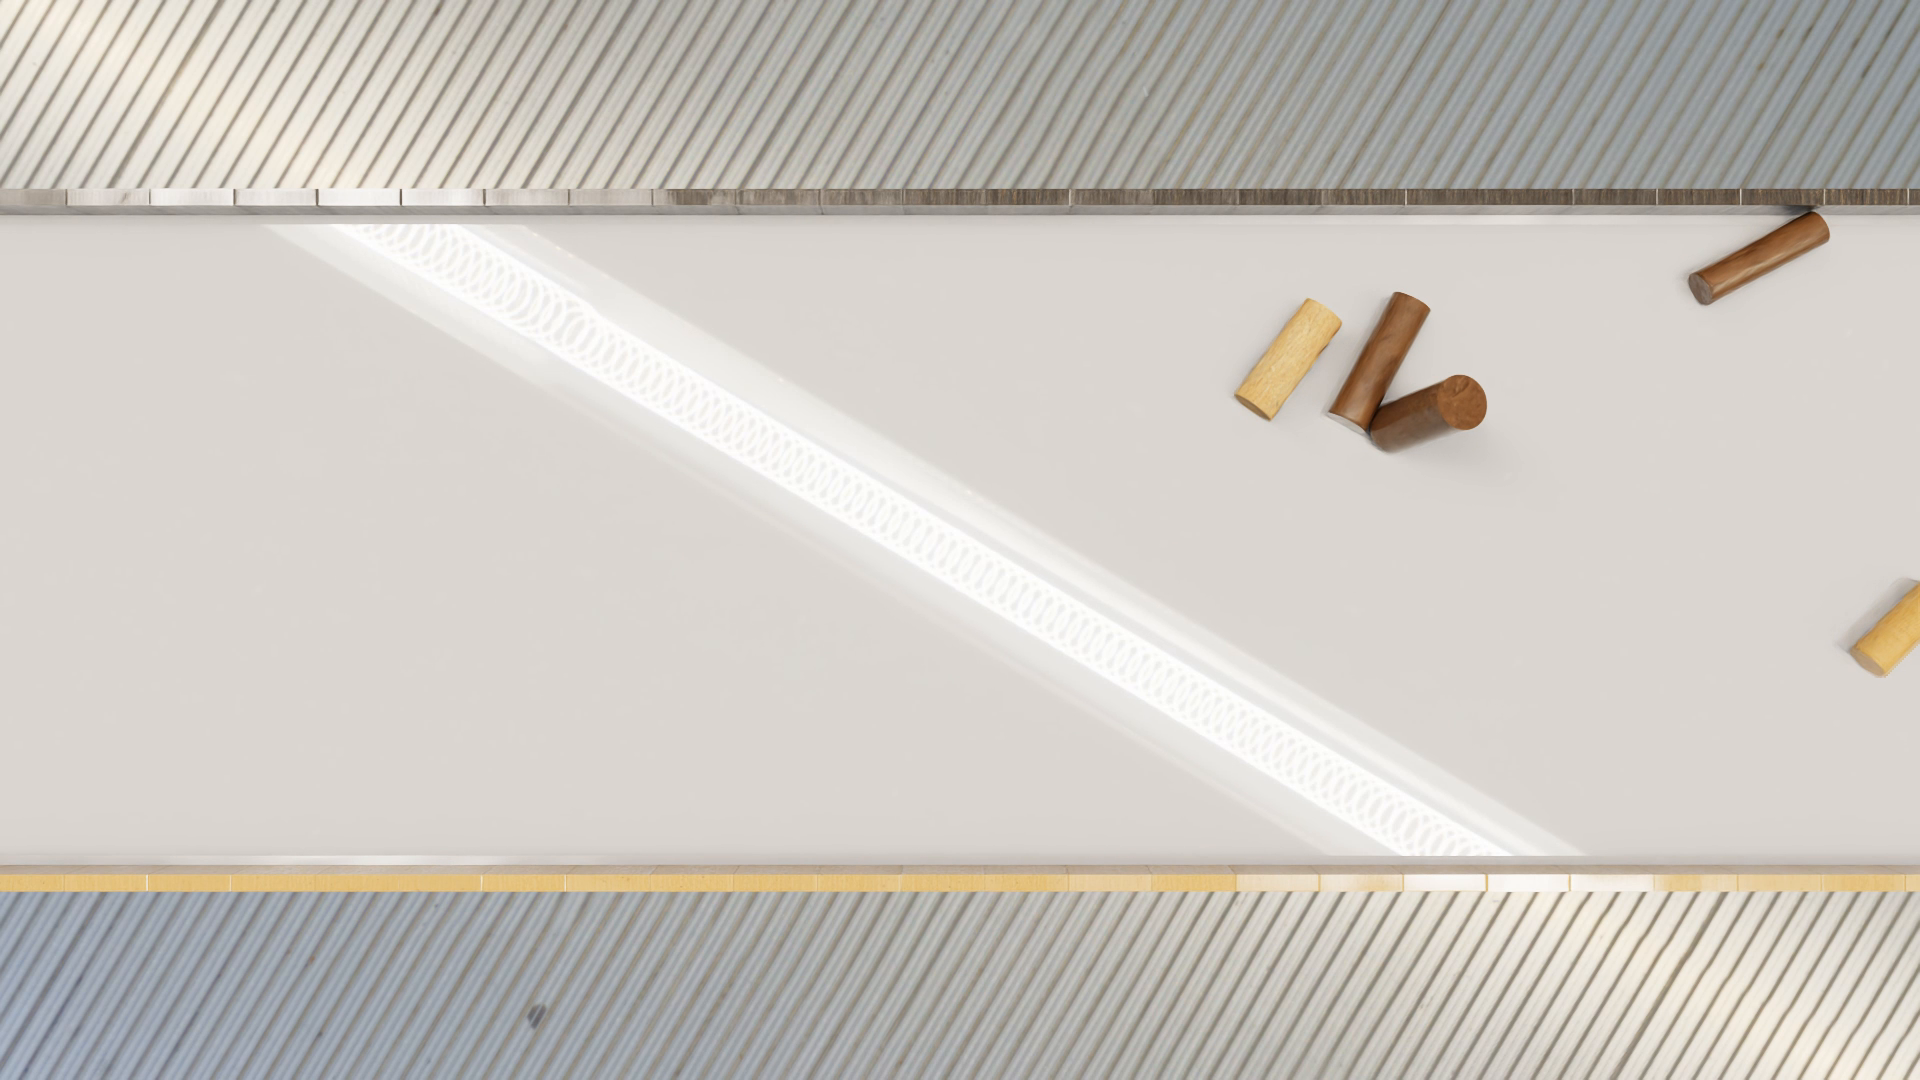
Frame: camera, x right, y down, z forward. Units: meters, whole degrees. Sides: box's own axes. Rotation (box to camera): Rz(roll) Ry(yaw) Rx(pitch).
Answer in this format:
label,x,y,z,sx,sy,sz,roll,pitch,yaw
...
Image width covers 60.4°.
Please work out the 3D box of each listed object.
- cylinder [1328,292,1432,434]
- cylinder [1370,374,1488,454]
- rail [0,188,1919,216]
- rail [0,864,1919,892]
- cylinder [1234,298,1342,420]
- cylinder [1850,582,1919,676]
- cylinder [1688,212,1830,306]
label,x,y,z,sx,sy,sz,roll,pitch,yaw
cylinder,1.273,-0.540,5.012,0.128,0.128,0.418,29,90,0
cylinder,1.377,-0.367,4.872,0.162,0.378,0.162,2,82,-16
rail,-2.247,-1.025,5.002,12.000,0.150,0.050,0,90,0
rail,-2.247,1.025,5.001,12.000,0.150,0.050,0,90,0
cylinder,0.998,-0.547,5.009,0.134,0.134,0.363,37,90,0
cylinder,2.869,0.265,5.018,0.309,0.118,0.118,-45,90,0
cylinder,2.432,-0.857,5.021,0.404,0.110,0.110,-28,90,0
